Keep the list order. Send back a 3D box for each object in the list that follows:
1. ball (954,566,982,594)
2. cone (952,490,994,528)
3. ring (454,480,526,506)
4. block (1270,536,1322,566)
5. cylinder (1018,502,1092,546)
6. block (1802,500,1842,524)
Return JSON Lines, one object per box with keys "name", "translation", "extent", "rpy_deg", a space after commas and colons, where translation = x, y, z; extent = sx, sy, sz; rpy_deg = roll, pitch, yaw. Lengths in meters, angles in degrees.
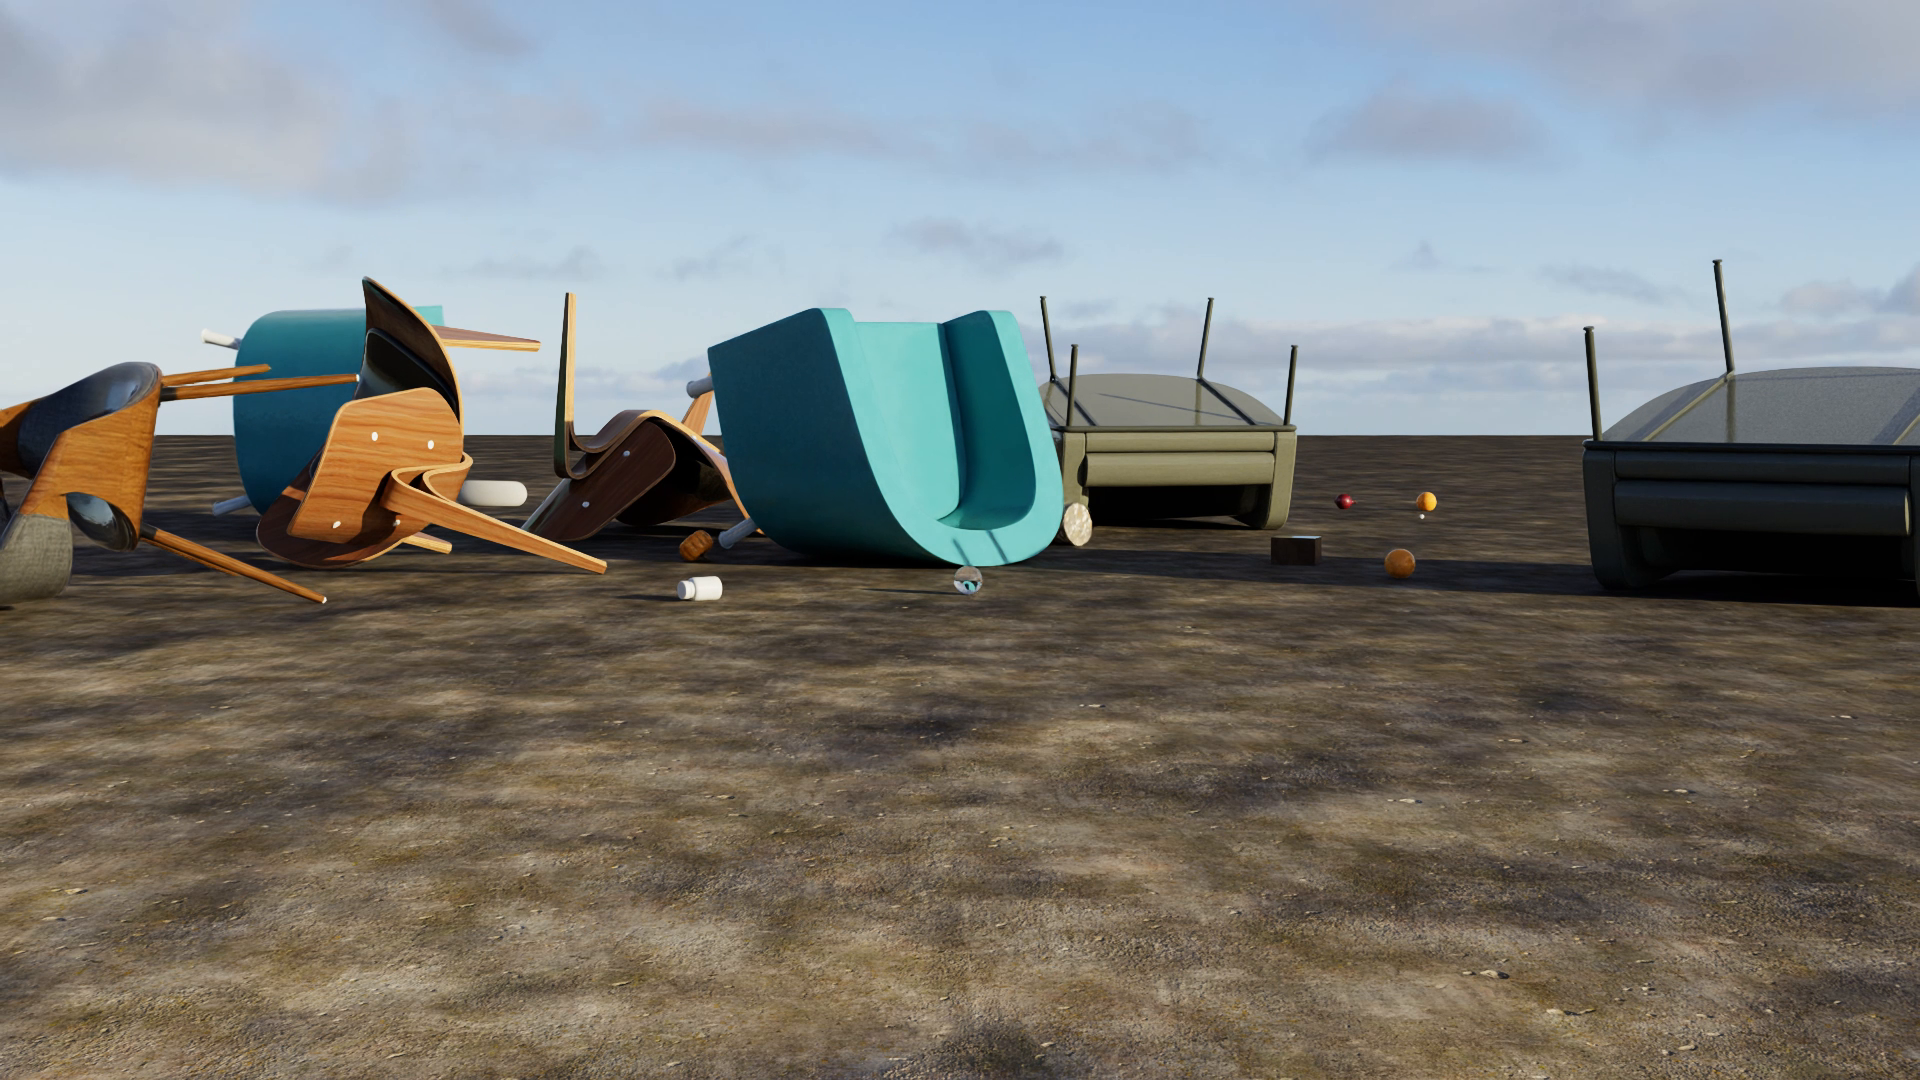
{"name": "ball", "translation": [0.018, 0.088, 4.806], "extent": [0.064, 0.064, 0.064], "rpy_deg": [0, 4, 0]}
{"name": "cone", "translation": [0.042, -0.102, 7.131], "extent": [0.140, 0.122, 0.096], "rpy_deg": [-1, 4, -16]}
{"name": "ring", "translation": [-1.803, -0.179, 8.449], "extent": [0.288, 0.098, 0.110], "rpy_deg": [1, 1, 8]}
{"name": "block", "translation": [0.863, 0.027, 5.644], "extent": [0.114, 0.070, 0.080], "rpy_deg": [2, 4, 21]}
{"name": "cylinder", "translation": [0.275, -0.048, 6.363], "extent": [0.172, 0.113, 0.134], "rpy_deg": [4, -31, 42]}
{"name": "block", "translation": [2.875, -0.093, 7.334], "extent": [0.115, 0.079, 0.064], "rpy_deg": [-1, 4, -19]}
